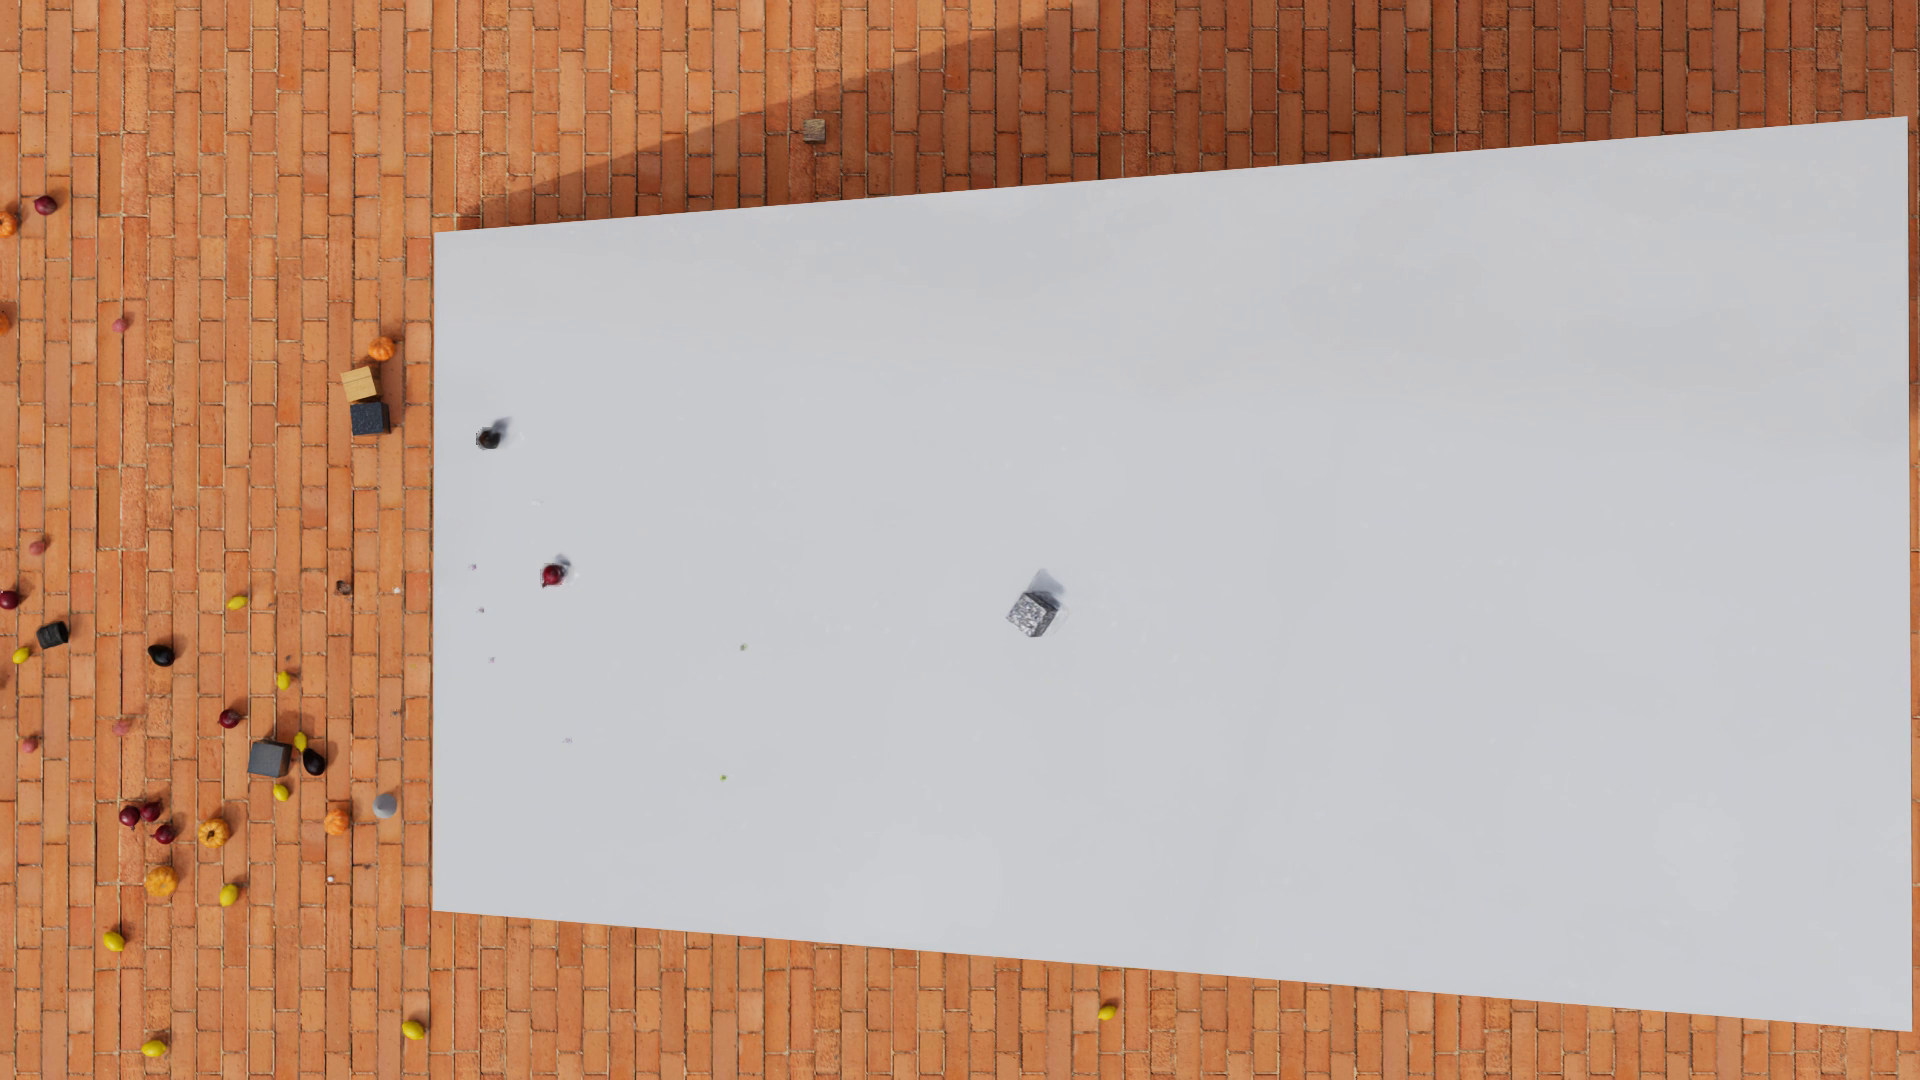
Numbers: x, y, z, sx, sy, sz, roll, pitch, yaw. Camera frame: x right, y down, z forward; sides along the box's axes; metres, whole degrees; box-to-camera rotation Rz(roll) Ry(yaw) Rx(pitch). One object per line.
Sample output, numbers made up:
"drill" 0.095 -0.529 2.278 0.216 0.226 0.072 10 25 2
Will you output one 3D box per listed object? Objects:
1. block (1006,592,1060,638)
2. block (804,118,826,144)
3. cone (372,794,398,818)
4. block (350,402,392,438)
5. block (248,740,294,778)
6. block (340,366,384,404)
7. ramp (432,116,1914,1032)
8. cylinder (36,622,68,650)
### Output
"block" 0.185 0.191 5.635 0.082 0.082 0.082 38 105 20
"block" -0.433 -1.219 6.563 0.064 0.064 0.064 -1 89 0
"cone" -1.719 0.795 6.534 0.074 0.074 0.074 0 89 0
"block" -1.752 -0.357 6.539 0.091 0.091 0.091 -5 89 0
"block" -2.048 0.649 6.527 0.092 0.092 0.092 11 89 0
"block" -1.778 -0.461 6.542 0.087 0.087 0.087 -16 89 0
"ramp" 0.282 0.082 5.692 4.000 0.100 2.000 0 89 25
"cylinder" -2.700 0.284 6.545 0.065 0.065 0.065 -17 89 0
